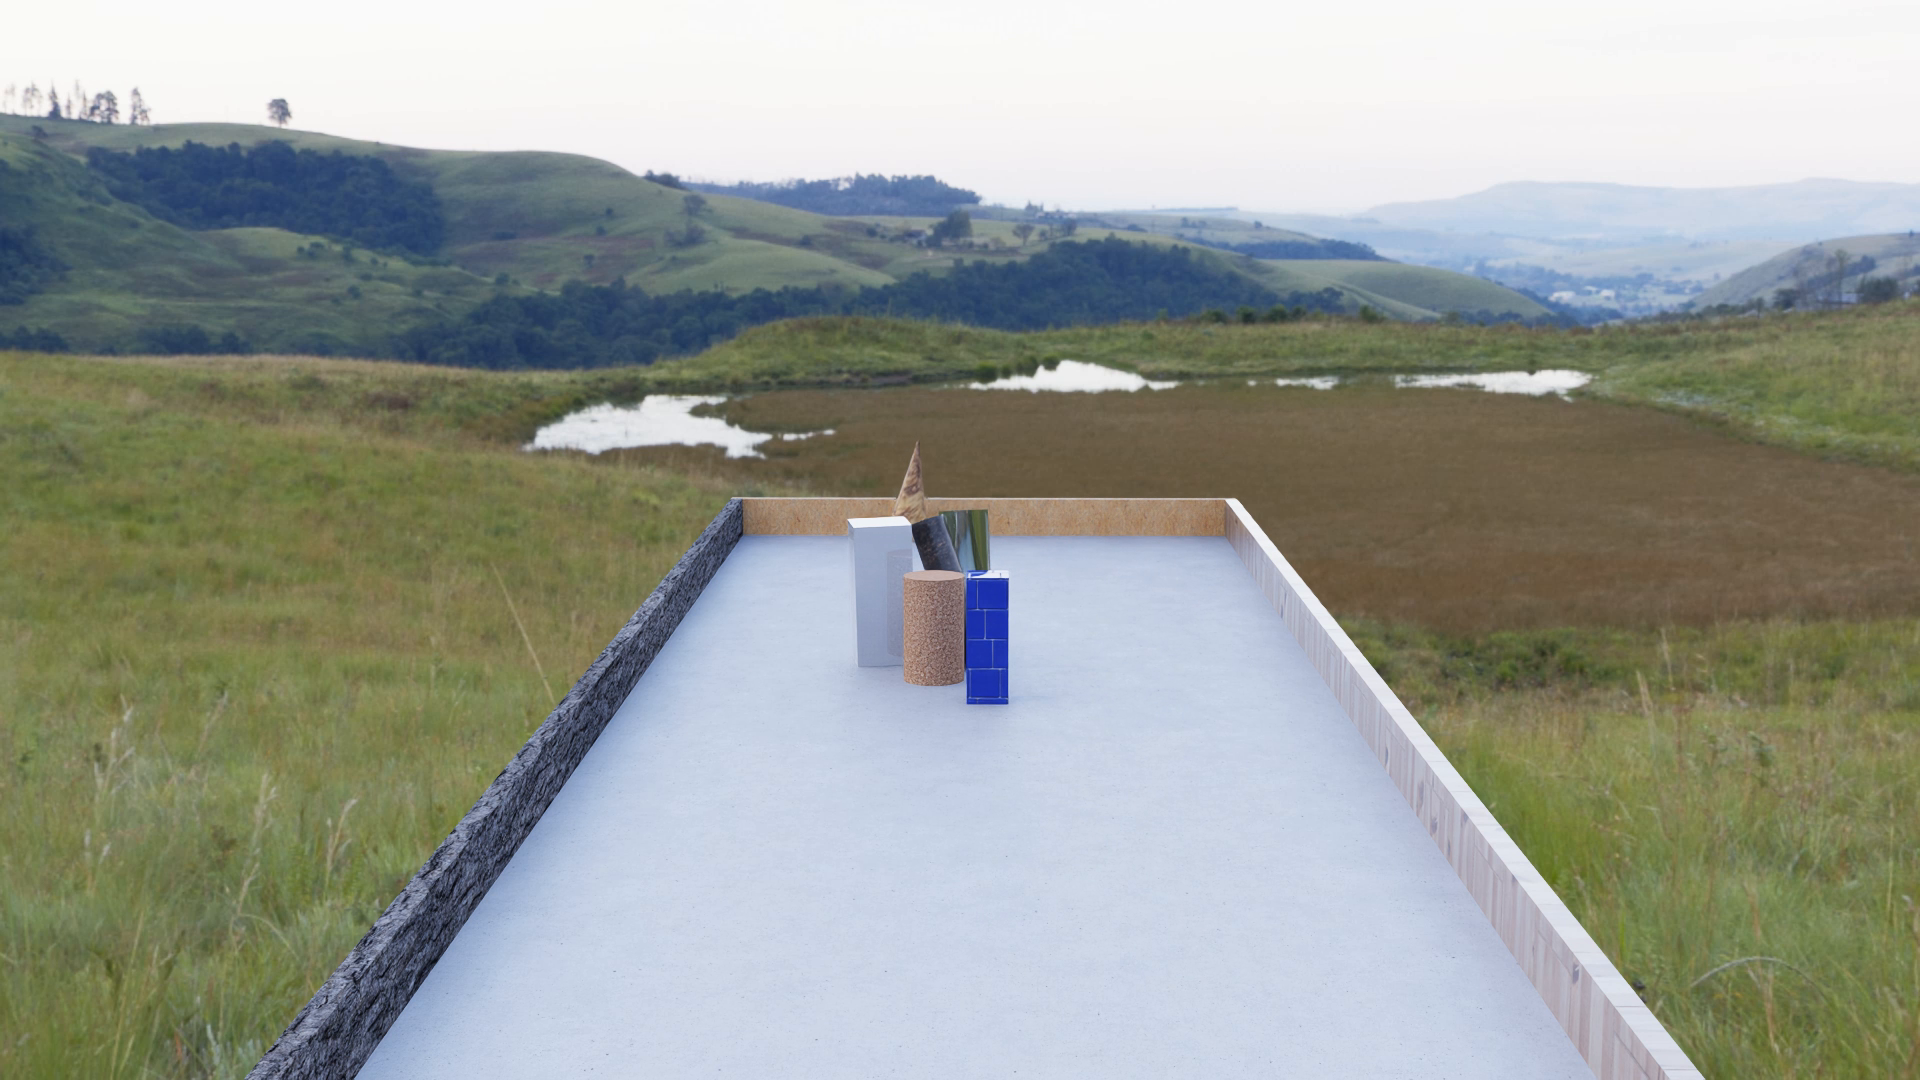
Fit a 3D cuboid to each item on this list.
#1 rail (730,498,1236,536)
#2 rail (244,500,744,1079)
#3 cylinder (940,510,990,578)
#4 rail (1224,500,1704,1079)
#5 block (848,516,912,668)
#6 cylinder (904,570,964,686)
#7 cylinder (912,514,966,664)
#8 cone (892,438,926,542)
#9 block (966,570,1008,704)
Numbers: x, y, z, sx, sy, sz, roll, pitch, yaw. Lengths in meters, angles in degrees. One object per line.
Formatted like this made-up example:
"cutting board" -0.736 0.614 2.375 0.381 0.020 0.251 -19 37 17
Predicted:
"rail" 0.099 -0.098 9.147 2.100 0.150 0.050 0 9 1
"rail" -1.004 0.839 3.234 0.050 0.150 12.000 0 9 1
"cylinder" 0.020 0.130 6.723 0.151 0.442 0.151 -3 1 0
"rail" 1.046 0.843 3.208 0.050 0.150 12.000 0 9 1
"block" -0.239 0.155 6.662 0.174 0.425 0.174 -3 9 -9
"cylinder" -0.076 0.255 6.412 0.177 0.309 0.177 0 9 0
"cylinder" -0.029 0.152 6.601 0.108 0.446 0.108 -19 -3 -1
"cone" -0.192 -0.216 8.976 0.173 0.417 0.173 7 13 -2
"block" 0.077 0.272 6.150 0.117 0.358 0.117 0 9 0
